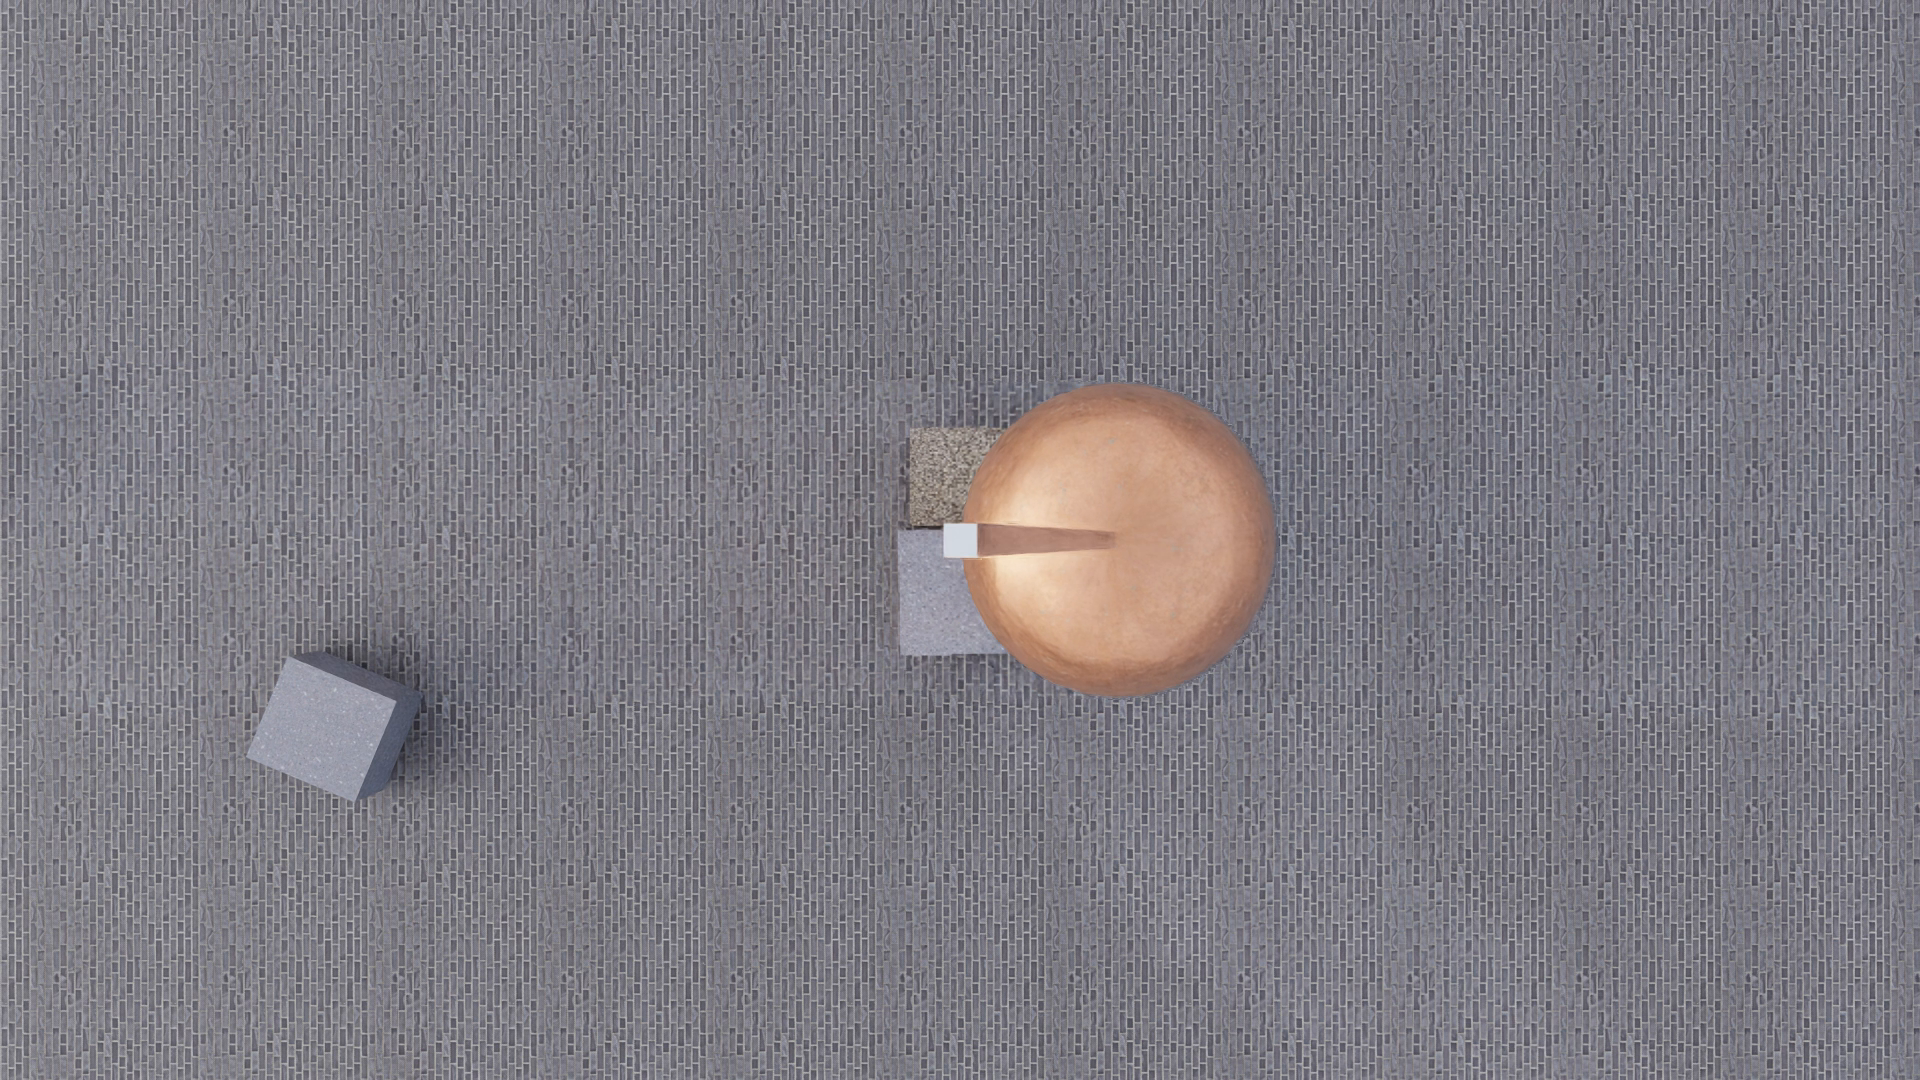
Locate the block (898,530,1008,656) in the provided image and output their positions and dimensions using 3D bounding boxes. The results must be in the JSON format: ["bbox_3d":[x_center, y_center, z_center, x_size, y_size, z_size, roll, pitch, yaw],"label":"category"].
[{"bbox_3d":[0.032,0.289,12.646,0.745,0.708,0.701,-1,90,0],"label":"block"}]

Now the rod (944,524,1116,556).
[{"bbox_3d":[0.347,0.000,7.793,0.080,5.200,0.080,0,90,8],"label":"rod"}]

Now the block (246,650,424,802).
[{"bbox_3d":[-3.591,1.064,12.681,0.663,0.637,0.615,23,90,0],"label":"block"}]

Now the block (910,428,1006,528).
[{"bbox_3d":[0.013,-0.356,12.719,0.591,0.562,0.562,0,90,0],"label":"block"}]

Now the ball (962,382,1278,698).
[{"bbox_3d":[0.801,0.000,11.163,1.600,1.600,1.600,0,90,0],"label":"ball"}]
